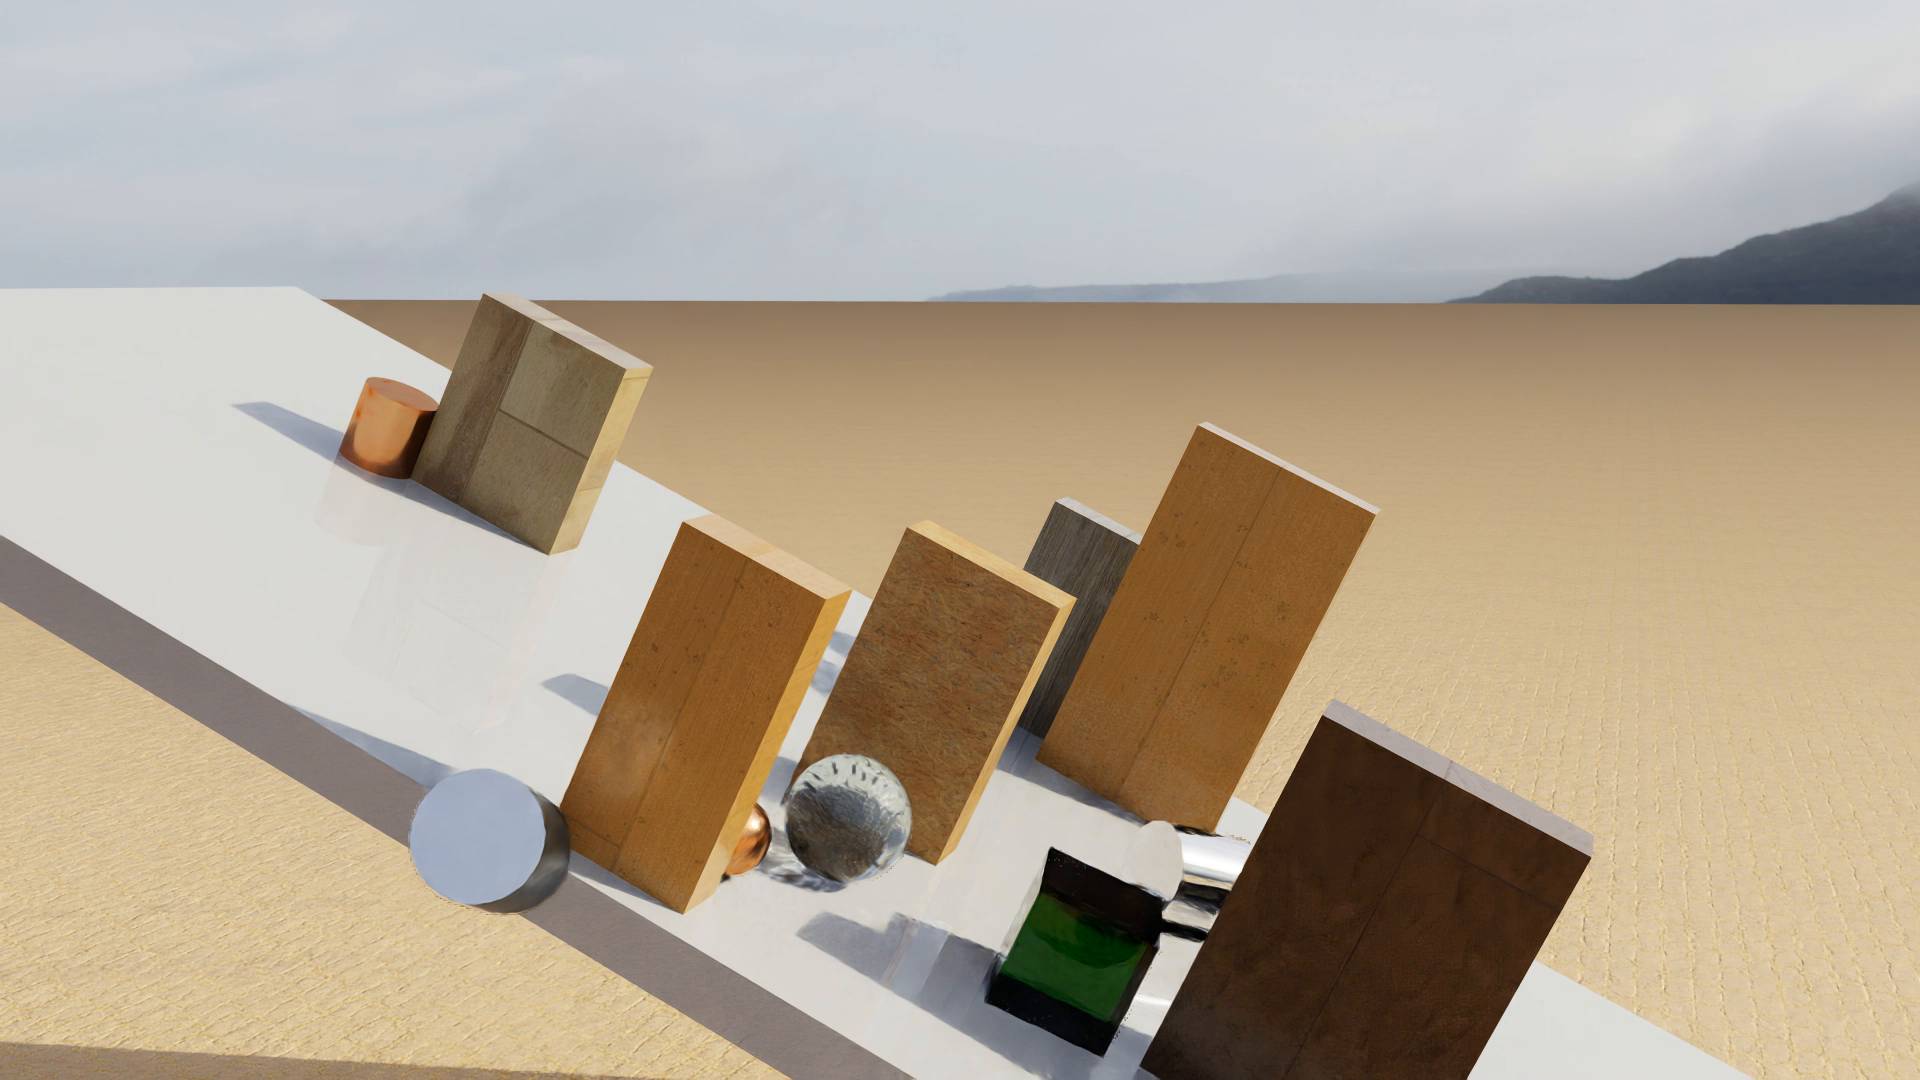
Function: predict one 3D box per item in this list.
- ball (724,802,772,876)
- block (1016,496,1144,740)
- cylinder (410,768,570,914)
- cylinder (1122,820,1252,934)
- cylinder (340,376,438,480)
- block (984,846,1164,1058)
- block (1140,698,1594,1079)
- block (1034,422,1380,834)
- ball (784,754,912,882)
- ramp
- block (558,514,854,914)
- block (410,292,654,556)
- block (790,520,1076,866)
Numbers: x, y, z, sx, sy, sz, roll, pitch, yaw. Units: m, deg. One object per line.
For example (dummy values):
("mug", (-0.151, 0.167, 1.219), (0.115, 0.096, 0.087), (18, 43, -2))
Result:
("ball", (-0.357, 0.459, 3.427), (0.127, 0.127, 0.127), (0, 7, 0))
("block", (0.295, 0.215, 4.742), (0.407, 0.479, 0.103), (28, 14, 12))
("cylinder", (-0.664, 0.431, 3.128), (0.187, 0.187, 0.187), (0, -14, 1))
("cylinder", (0.426, 0.625, 4.058), (0.183, 0.183, 0.183), (17, -2, -29))
("cylinder", (-1.175, -0.231, 4.528), (0.157, 0.157, 0.157), (24, 14, -6))
("block", (0.184, 0.650, 3.491), (0.204, 0.204, 0.204), (25, 13, 1))
("block", (0.620, 0.635, 3.385), (0.437, 0.638, 0.135), (28, 14, 12))
("block", (0.503, 0.199, 4.516), (0.397, 0.784, 0.096), (28, 14, 12))
("ball", (-0.183, 0.452, 3.582), (0.209, 0.209, 0.209), (0, 7, 0))
("ramp", (-0.258, 0.438, 4.167), (4.000, 0.100, 2.000), (28, 14, 12))
("block", (-0.388, 0.257, 3.266), (0.244, 0.532, 0.115), (28, 14, 12))
("block", (-0.881, -0.241, 4.516), (0.348, 0.421, 0.127), (28, 14, 12))
("block", (-0.049, 0.266, 3.865), (0.301, 0.515, 0.118), (28, 14, 12))
